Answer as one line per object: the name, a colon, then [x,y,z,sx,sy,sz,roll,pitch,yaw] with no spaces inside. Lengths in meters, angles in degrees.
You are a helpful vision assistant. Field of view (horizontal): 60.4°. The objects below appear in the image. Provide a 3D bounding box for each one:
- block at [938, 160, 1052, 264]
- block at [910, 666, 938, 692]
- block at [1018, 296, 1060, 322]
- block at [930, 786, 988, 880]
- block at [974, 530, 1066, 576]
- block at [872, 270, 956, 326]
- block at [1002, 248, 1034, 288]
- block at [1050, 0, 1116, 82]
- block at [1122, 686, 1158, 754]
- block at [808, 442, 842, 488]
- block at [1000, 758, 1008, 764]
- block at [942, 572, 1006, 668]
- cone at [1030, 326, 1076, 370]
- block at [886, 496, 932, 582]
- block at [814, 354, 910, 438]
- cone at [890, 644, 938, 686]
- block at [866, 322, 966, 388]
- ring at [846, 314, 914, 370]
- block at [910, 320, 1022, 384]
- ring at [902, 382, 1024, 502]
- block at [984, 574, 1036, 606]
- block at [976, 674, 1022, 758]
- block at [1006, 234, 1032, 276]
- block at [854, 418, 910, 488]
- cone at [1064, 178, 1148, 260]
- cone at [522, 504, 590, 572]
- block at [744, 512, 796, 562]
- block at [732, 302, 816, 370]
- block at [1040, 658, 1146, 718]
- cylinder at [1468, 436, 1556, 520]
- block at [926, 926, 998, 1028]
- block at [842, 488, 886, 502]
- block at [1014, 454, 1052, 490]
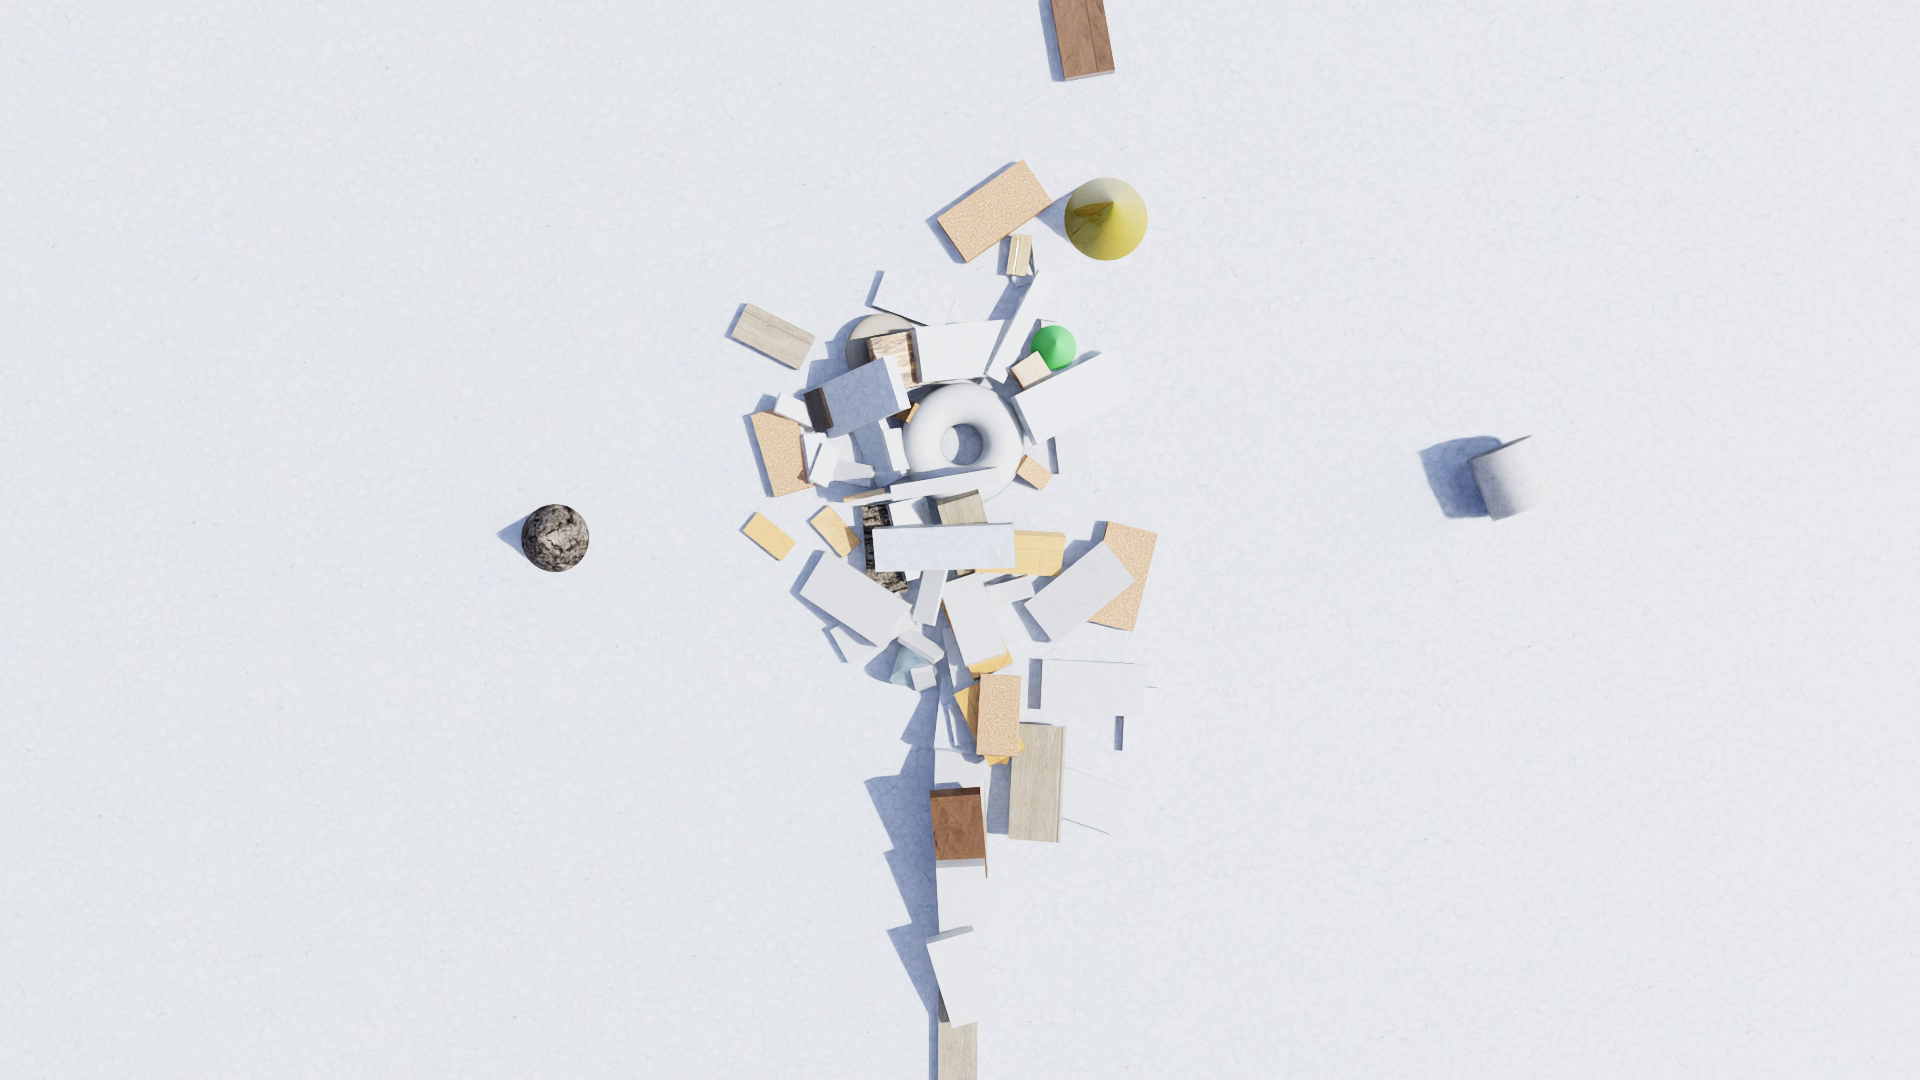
block: [0.115,-1.090,5.476,0.346,0.049,0.173,-35,90,0]
block: [-0.119,0.456,5.433,0.071,0.142,0.020,-10,61,0]
block: [0.259,-0.766,5.460,0.135,0.019,0.068,8,90,0]
block: [-0.003,0.953,5.331,0.162,0.046,0.324,-4,113,1]
block: [0.196,0.040,5.426,0.284,0.040,0.142,3,115,-11]
block: [-0.151,-0.795,5.482,0.249,0.035,0.125,20,90,0]
block: [0.195,-0.913,5.490,0.068,0.019,0.135,-19,90,0]
block: [0.401,-1.707,5.476,0.168,0.048,0.336,-10,90,0]
block: [0.598,0.597,5.485,0.108,0.031,0.217,2,90,0]
block: [-0.448,-0.247,5.447,0.068,0.019,0.136,26,71,-21]
block: [0.160,0.606,5.438,0.035,0.124,0.248,10,90,0]
block: [0.041,0.261,5.408,0.141,0.040,0.283,-18,75,-3]
cone: [0.311,-0.637,5.393,0.152,0.152,0.152,0,90,0]
block: [-0.149,-0.005,5.456,0.130,0.037,0.259,-14,93,-18]
block: [-0.320,-0.463,5.357,0.356,0.050,0.178,-17,90,45]
cone: [-0.168,0.376,5.464,0.159,0.159,0.159,-13,63,0]
block: [-0.116,-0.599,5.407,0.356,0.050,0.178,-13,93,-22]
ring: [-0.251,-0.622,5.457,0.258,0.086,0.258,0,87,-1]
block: [0.023,-0.619,5.409,0.355,0.050,0.178,-8,91,-22]
ring: [0.007,-0.315,5.434,0.409,0.136,0.409,0,90,-1]
block: [0.165,0.167,5.460,0.149,0.021,0.075,-15,111,14]
block: [0.126,0.565,5.320,0.130,0.037,0.259,2,78,6]
block: [0.198,-0.944,5.466,0.067,0.019,0.135,9,93,6]
block: [-0.268,-0.306,5.445,0.125,0.035,0.249,-24,90,43]
cone: [0.487,-1.070,5.361,0.279,0.279,0.279,0,90,0]
cone: [-1.350,-0.006,5.386,0.228,0.228,0.228,0,90,0]
block: [-0.632,-0.012,5.489,0.162,0.023,0.081,39,90,0]
block: [-0.619,-0.677,5.482,0.249,0.035,0.125,27,90,0]
block: [0.440,0.489,5.457,0.338,0.048,0.169,3,90,6]
cylinder: [1.802,-0.202,5.394,0.213,0.213,0.213,-22,90,0]
block: [0.007,1.431,5.404,0.158,0.045,0.315,-16,104,0]
block: [-0.316,-0.148,5.465,0.139,0.069,0.020,-12,90,0]
block: [0.243,-0.222,5.449,0.135,0.019,0.067,34,90,-40]
